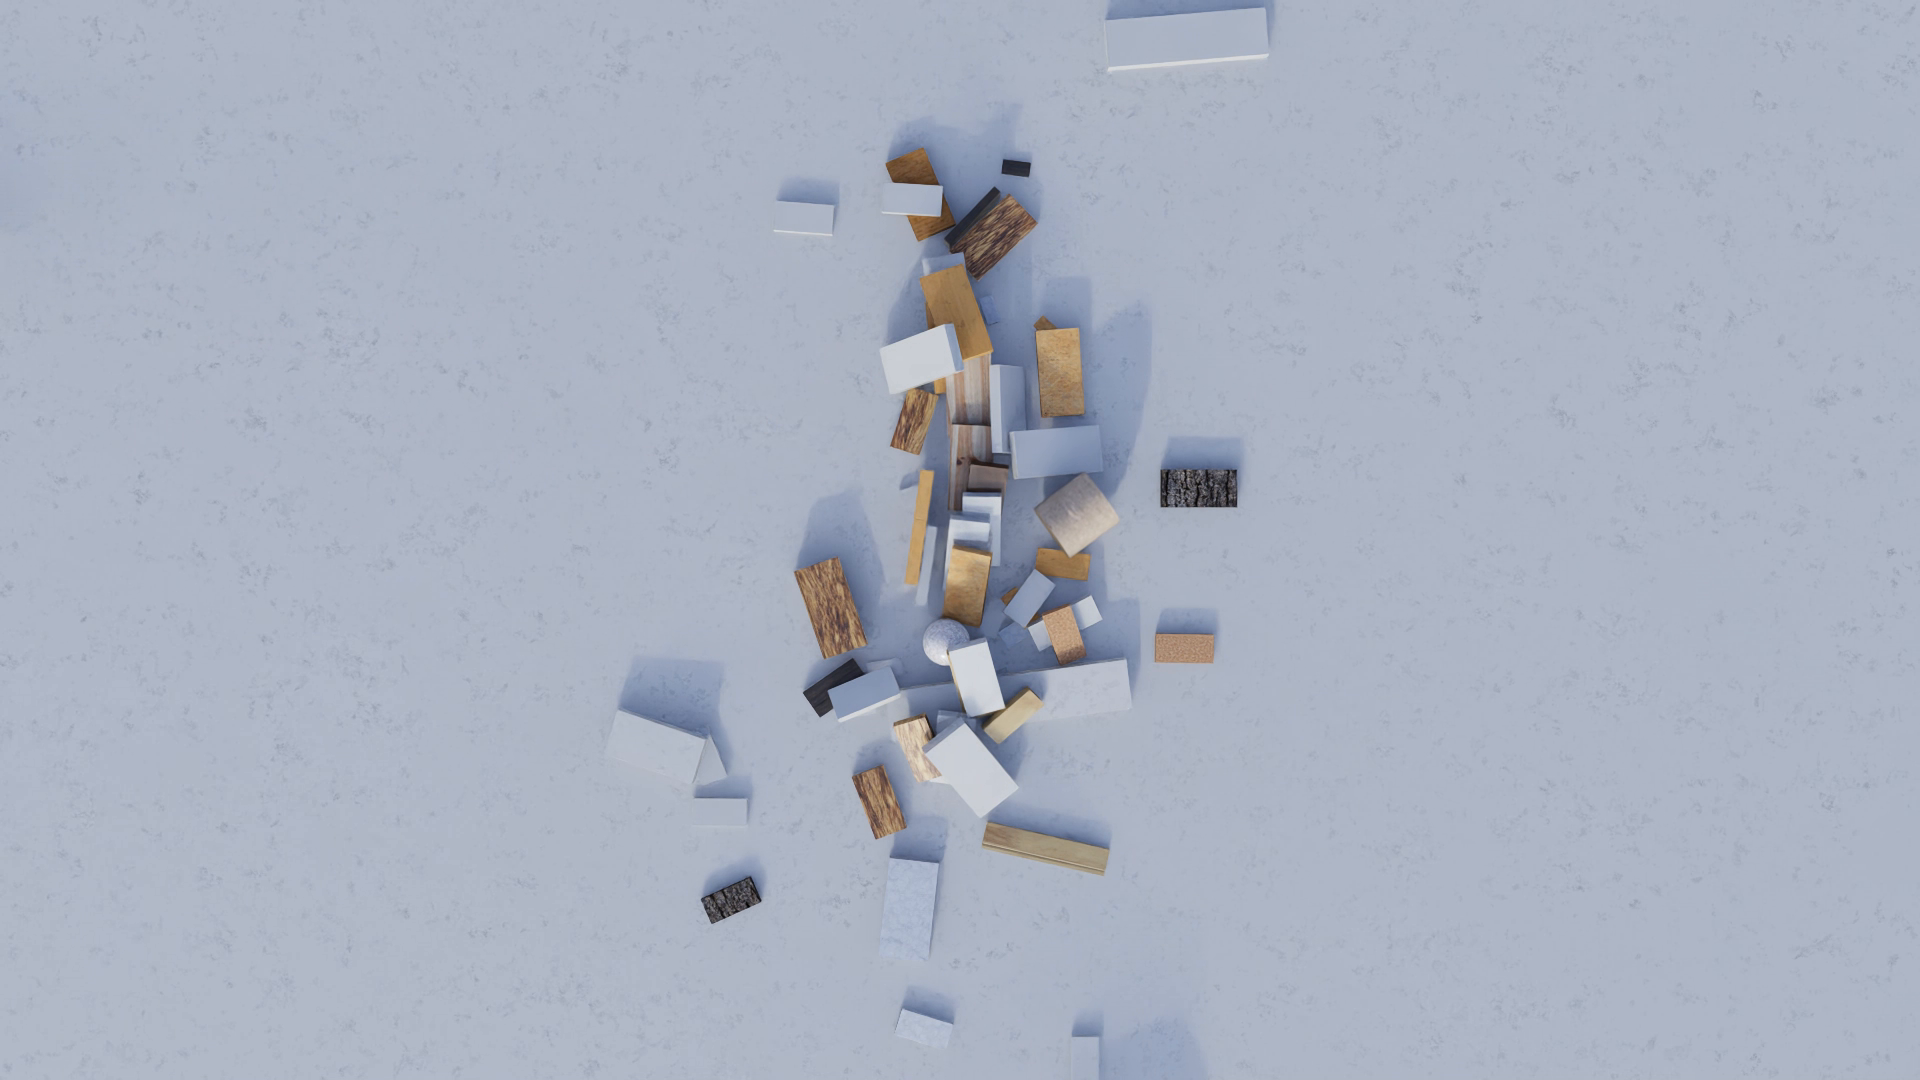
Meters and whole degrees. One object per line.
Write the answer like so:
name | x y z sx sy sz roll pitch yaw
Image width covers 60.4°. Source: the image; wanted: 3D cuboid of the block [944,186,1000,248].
block | 0.040 -1.064 5.451 0.028 0.097 0.240 44 90 0

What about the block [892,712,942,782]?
block | -0.127 0.682 5.402 0.111 0.031 0.222 -18 111 10

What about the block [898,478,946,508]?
block | -0.126 -0.156 5.492 0.145 0.017 0.060 -16 90 0

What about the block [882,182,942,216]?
block | -0.157 -1.124 5.447 0.194 0.028 0.097 4 90 0

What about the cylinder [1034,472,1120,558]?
cylinder | 0.381 -0.081 5.399 0.203 0.203 0.203 -36 90 0

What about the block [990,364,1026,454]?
block | 0.159 -0.429 5.430 0.041 0.143 0.286 -2 90 36

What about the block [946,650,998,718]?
block | 0.047 0.460 5.380 0.126 0.036 0.253 -14 114 1

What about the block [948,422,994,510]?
block | 0.037 -0.239 5.451 0.143 0.041 0.286 3 102 0

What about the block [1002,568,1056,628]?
block | 0.229 0.193 5.452 0.089 0.025 0.177 37 83 -2

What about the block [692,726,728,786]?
block | -0.848 0.716 5.487 0.090 0.025 0.179 -22 90 0

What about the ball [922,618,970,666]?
ball | -0.044 0.336 5.422 0.156 0.156 0.156 0 90 0

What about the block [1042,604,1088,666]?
block | 0.345 0.313 5.451 0.096 0.027 0.192 -21 110 -4

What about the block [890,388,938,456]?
block | -0.152 -0.395 5.486 0.102 0.029 0.209 18 90 0

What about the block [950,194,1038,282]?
block | 0.111 -1.004 5.480 0.275 0.039 0.138 -44 90 0

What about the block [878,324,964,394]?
block | -0.126 -0.589 5.377 0.311 0.044 0.155 -14 90 44

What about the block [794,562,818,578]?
block | -0.463 0.184 5.486 0.102 0.029 0.203 -26 90 0

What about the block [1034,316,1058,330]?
block | 0.294 -0.700 5.493 0.094 0.013 0.047 42 90 0

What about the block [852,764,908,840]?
block | -0.268 0.871 5.484 0.111 0.031 0.222 -21 90 0

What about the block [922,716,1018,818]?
block | 0.035 0.747 5.404 0.164 0.047 0.329 -38 117 0

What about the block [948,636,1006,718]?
block | 0.054 0.445 5.335 0.126 0.036 0.253 -15 114 1

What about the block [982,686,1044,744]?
block | 0.173 0.576 5.418 0.203 0.025 0.089 -41 123 3

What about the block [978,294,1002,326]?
block | 0.100 -0.766 5.493 0.047 0.013 0.094 -19 90 0

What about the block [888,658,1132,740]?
block | 0.162 0.527 5.468 0.802 0.047 0.164 -8 96 0

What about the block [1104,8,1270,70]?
block | 0.751 -1.663 5.478 0.532 0.044 0.155 -5 90 0

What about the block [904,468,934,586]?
block | -0.134 -0.045 5.411 0.043 0.153 0.371 8 94 -2

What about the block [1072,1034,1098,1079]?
block | 0.416 1.740 5.487 0.090 0.025 0.179 0 90 0

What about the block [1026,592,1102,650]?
block | 0.346 0.272 5.467 0.235 0.027 0.096 -27 110 -2

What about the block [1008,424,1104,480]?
block | 0.317 -0.290 5.427 0.306 0.043 0.153 -6 90 -20

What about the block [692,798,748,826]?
block | -0.798 0.904 5.487 0.179 0.025 0.090 1 90 0

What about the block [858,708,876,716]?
block | -0.342 0.555 5.476 0.120 0.017 0.060 -10 106 -8

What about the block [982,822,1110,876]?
block | 0.284 1.026 5.487 0.417 0.025 0.090 13 90 0
